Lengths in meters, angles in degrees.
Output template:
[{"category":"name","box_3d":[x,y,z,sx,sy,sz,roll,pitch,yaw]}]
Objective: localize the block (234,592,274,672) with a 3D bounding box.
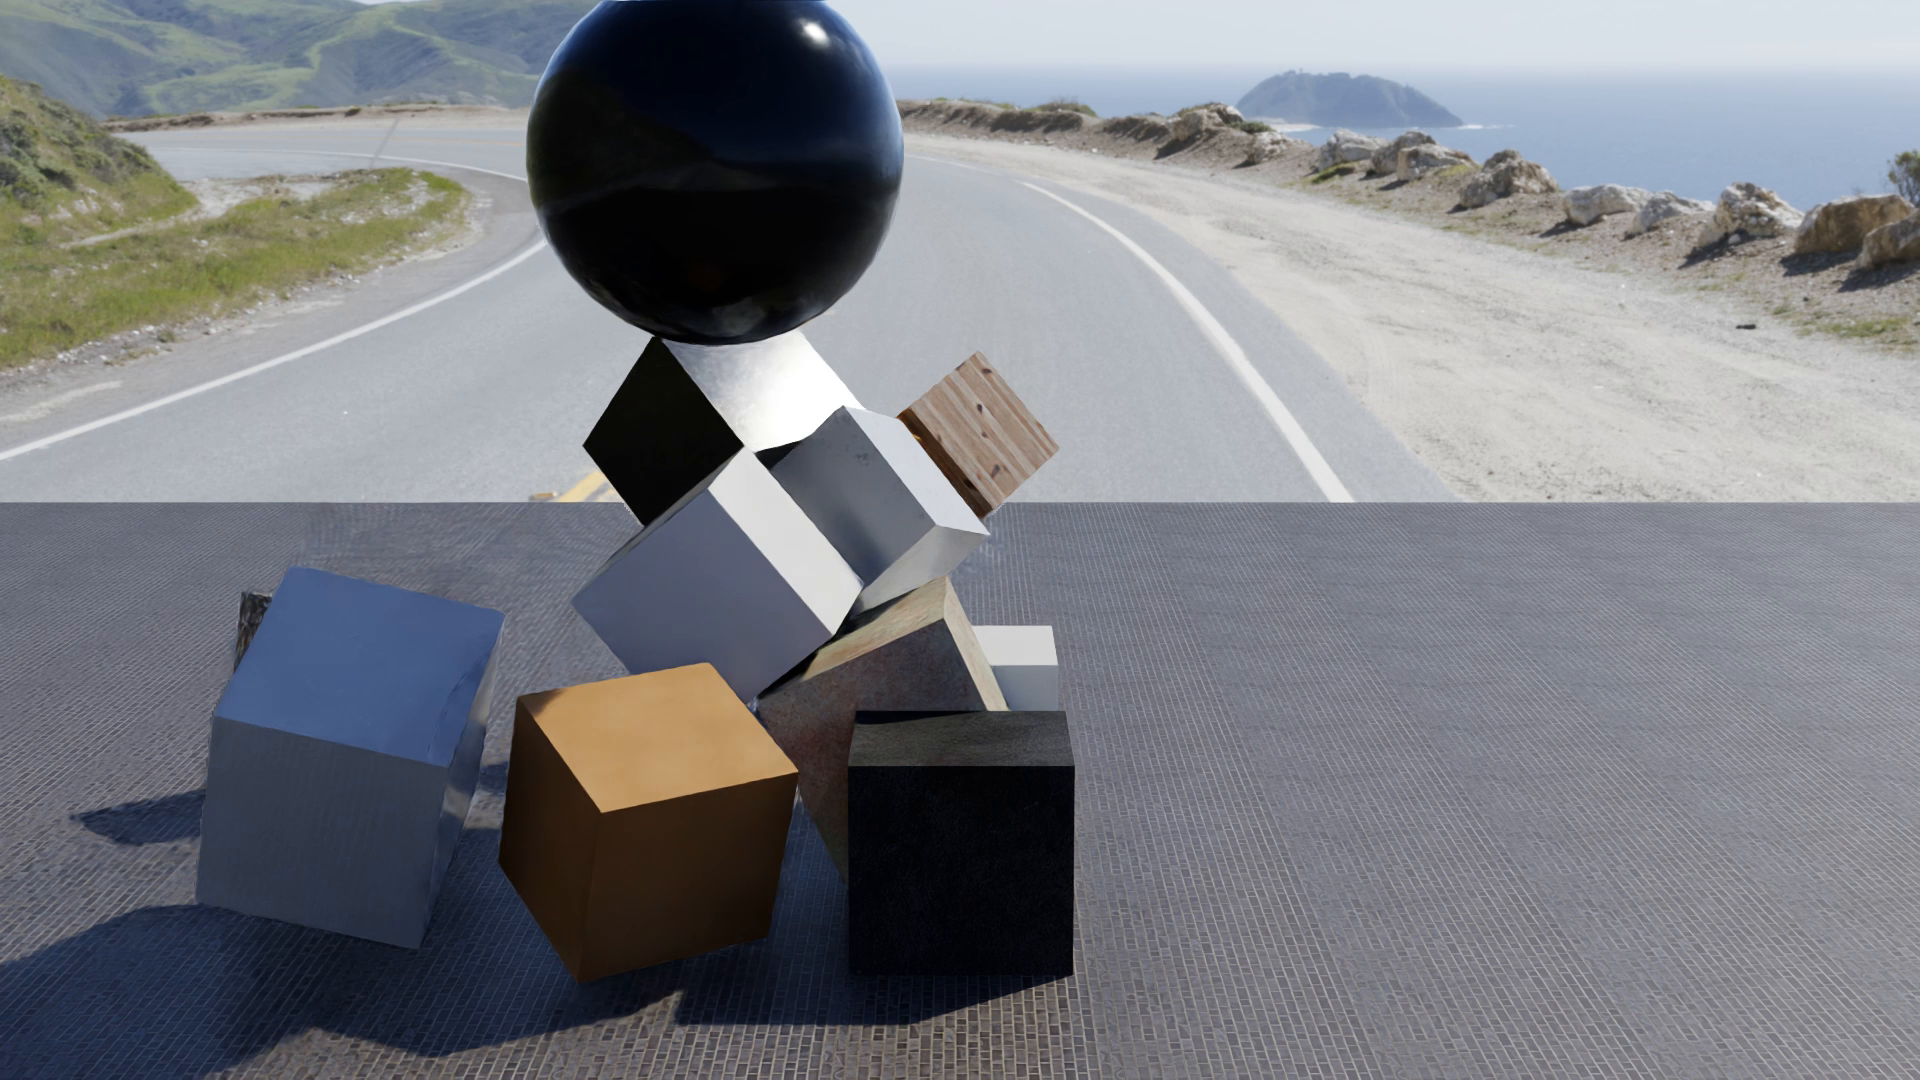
[{"category":"block","box_3d":[-3.084,0.726,12.746,0.778,0.836,0.694,5,1,-44]}]

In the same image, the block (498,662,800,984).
[{"category":"block","box_3d":[-1.265,1.118,10.310,0.851,0.839,0.789,-9,36,-32]}]

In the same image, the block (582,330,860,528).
[{"category":"block","box_3d":[-1.113,-0.511,12.226,0.845,0.799,0.751,-19,64,-49]}]

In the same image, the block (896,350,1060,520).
[{"category":"block","box_3d":[-0.076,-0.451,14.460,0.770,0.725,0.748,-37,3,44]}]

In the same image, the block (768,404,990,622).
[{"category":"block","box_3d":[-0.468,-0.082,12.080,0.749,0.738,0.717,-42,-17,13]}]

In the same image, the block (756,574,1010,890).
[{"category":"block","box_3d":[-0.258,0.858,11.345,0.878,0.975,0.950,-24,9,5]}]

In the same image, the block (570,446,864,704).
[{"category":"block","box_3d":[-1.051,0.230,11.242,0.818,0.819,0.713,-38,8,17]}]

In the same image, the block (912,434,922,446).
[{"category":"block","box_3d":[-0.798,-0.246,13.792,0.775,0.840,0.793,1,15,-33]}]

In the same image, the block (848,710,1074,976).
[{"category":"block","box_3d":[0.004,1.219,10.473,0.883,0.854,0.875,0,10,0]}]

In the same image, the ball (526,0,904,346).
[{"category":"ball","box_3d":[-1.034,-1.623,10.885,1.600,1.600,1.600,0,10,0]}]

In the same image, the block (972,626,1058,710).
[{"category":"block","box_3d":[0.016,0.905,12.283,0.870,0.825,0.856,0,10,0]}]

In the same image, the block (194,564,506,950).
[{"category":"block","box_3d":[-2.495,0.882,10.564,0.914,0.967,1.069,13,32,-4]}]
